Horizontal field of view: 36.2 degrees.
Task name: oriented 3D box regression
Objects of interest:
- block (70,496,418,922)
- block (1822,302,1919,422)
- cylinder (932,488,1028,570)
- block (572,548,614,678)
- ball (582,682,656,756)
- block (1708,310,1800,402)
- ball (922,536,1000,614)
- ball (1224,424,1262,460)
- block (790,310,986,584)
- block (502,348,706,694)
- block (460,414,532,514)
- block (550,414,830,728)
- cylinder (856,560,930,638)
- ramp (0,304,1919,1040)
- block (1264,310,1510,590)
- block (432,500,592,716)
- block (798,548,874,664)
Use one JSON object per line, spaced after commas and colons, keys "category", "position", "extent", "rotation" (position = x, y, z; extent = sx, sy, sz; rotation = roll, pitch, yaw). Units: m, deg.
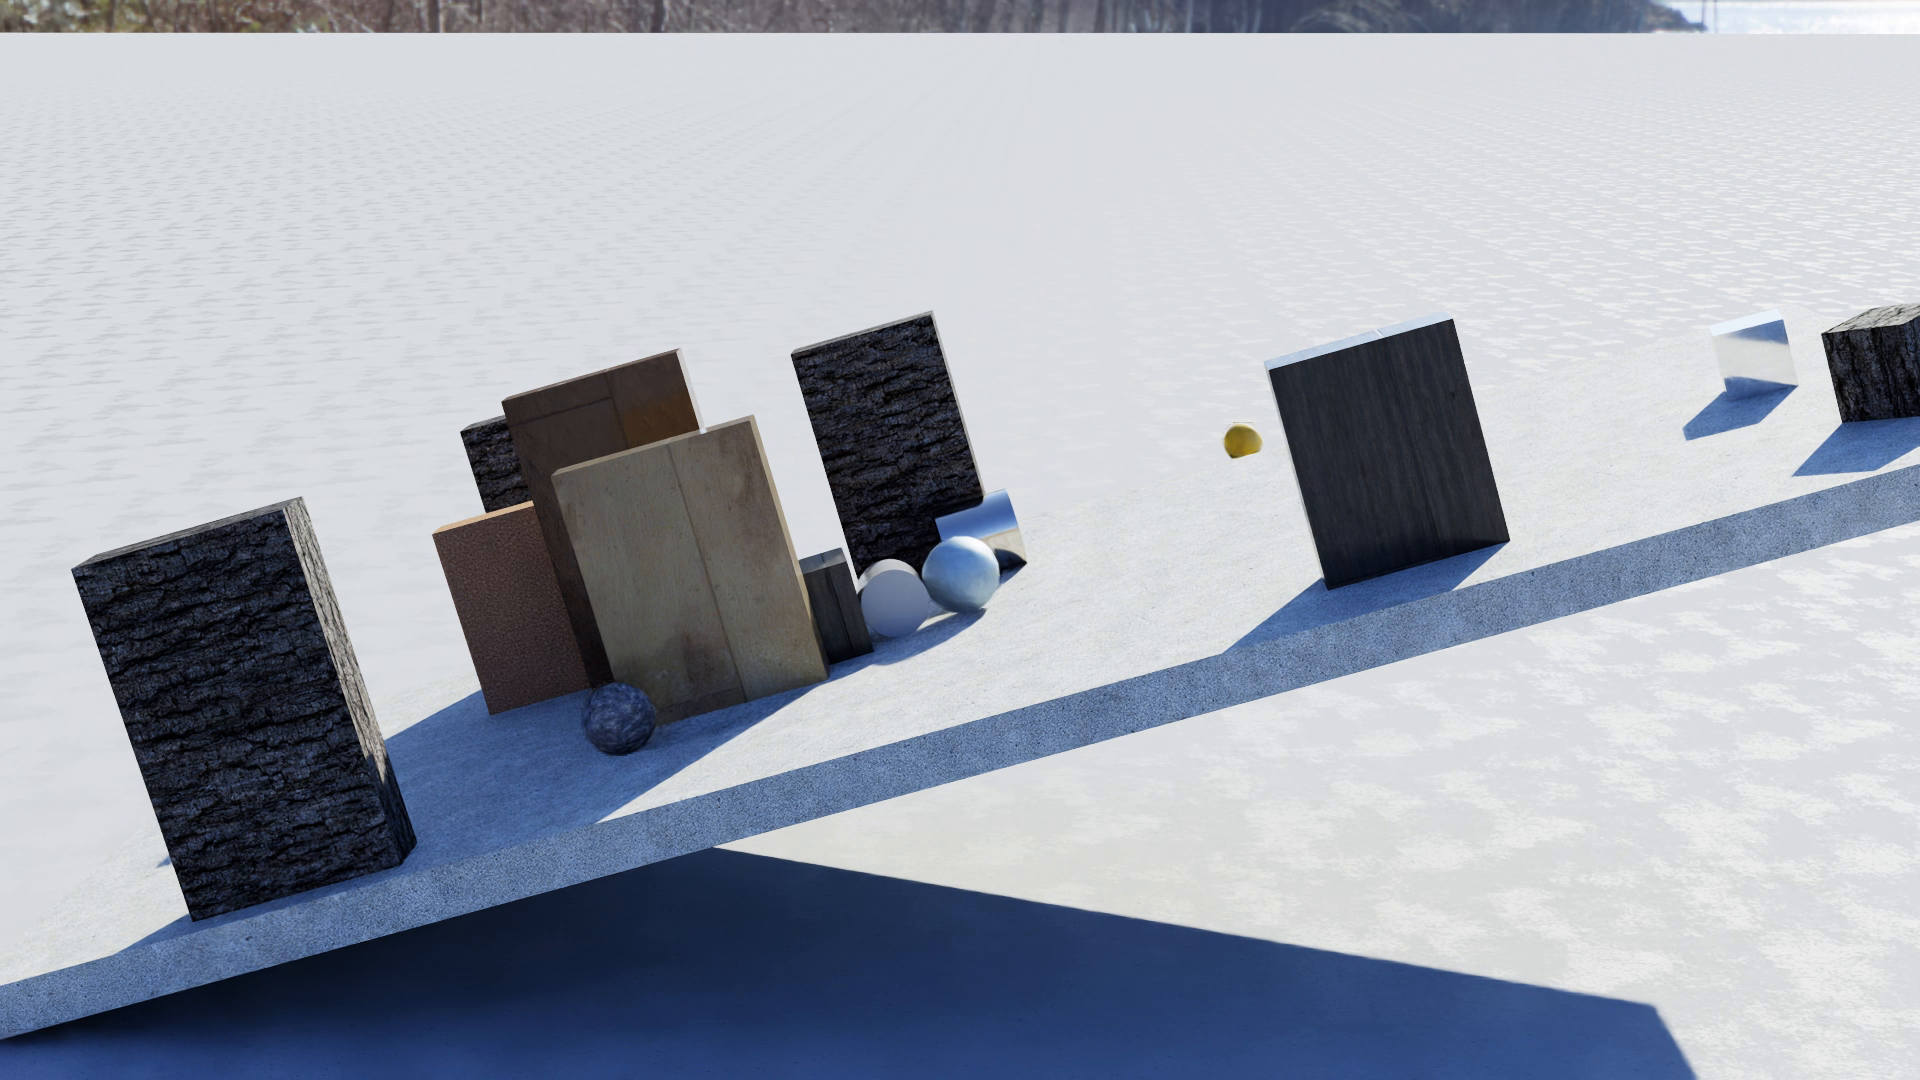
{"category": "block", "position": [-1.341, 0.318, 5.539], "extent": [0.415, 0.704, 0.148], "rotation": [-15, 10, 5]}
{"category": "block", "position": [1.805, -0.345, 5.662], "extent": [0.181, 0.181, 0.181], "rotation": [-23, 12, -37]}
{"category": "cylinder", "position": [0.044, -0.009, 6.689], "extent": [0.175, 0.175, 0.175], "rotation": [-17, 12, -2]}
{"category": "block", "position": [-0.590, 0.149, 6.149], "extent": [0.321, 0.406, 0.119], "rotation": [-15, 10, 5]}
{"category": "ball", "position": [-0.683, 0.358, 5.894], "extent": [0.146, 0.146, 0.146], "rotation": [0, 10, 0]}
{"category": "block", "position": [1.682, -0.391, 6.236], "extent": [0.146, 0.146, 0.146], "rotation": [-14, 10, 13]}
{"category": "ball", "position": [0.003, 0.074, 6.315], "extent": [0.165, 0.165, 0.165], "rotation": [0, 10, 0]}
{"category": "ball", "position": [1.192, -0.408, 12.397], "extent": [0.164, 0.164, 0.164], "rotation": [0, 10, 0]}
{"category": "block", "position": [-0.144, -0.197, 6.811], "extent": [0.335, 0.594, 0.104], "rotation": [-15, 10, 5]}
{"category": "block", "position": [-0.716, -0.035, 6.533], "extent": [0.404, 0.696, 0.082], "rotation": [-15, 10, 5]}
{"category": "block", "position": [-0.959, -0.031, 7.186], "extent": [0.336, 0.604, 0.124], "rotation": [-15, 10, 5]}
{"category": "block", "position": [-0.552, 0.071, 6.065], "extent": [0.425, 0.560, 0.091], "rotation": [-15, 10, 5]}
{"category": "cylinder", "position": [-0.146, 0.124, 6.334], "extent": [0.146, 0.146, 0.146], "rotation": [-1, 8, -6]}
{"category": "ramp", "position": [0.087, 0.188, 6.323], "extent": [4.000, 0.100, 2.000], "rotation": [-15, 10, 5]}
{"category": "block", "position": [0.805, -0.169, 5.559], "extent": [0.353, 0.435, 0.133], "rotation": [-15, 10, 5]}
{"category": "block", "position": [-0.922, 0.126, 6.731], "extent": [0.443, 0.438, 0.101], "rotation": [-15, 10, 5]}
{"category": "block", "position": [-0.315, 0.154, 6.275], "extent": [0.202, 0.202, 0.202], "rotation": [-17, 10, -3]}
